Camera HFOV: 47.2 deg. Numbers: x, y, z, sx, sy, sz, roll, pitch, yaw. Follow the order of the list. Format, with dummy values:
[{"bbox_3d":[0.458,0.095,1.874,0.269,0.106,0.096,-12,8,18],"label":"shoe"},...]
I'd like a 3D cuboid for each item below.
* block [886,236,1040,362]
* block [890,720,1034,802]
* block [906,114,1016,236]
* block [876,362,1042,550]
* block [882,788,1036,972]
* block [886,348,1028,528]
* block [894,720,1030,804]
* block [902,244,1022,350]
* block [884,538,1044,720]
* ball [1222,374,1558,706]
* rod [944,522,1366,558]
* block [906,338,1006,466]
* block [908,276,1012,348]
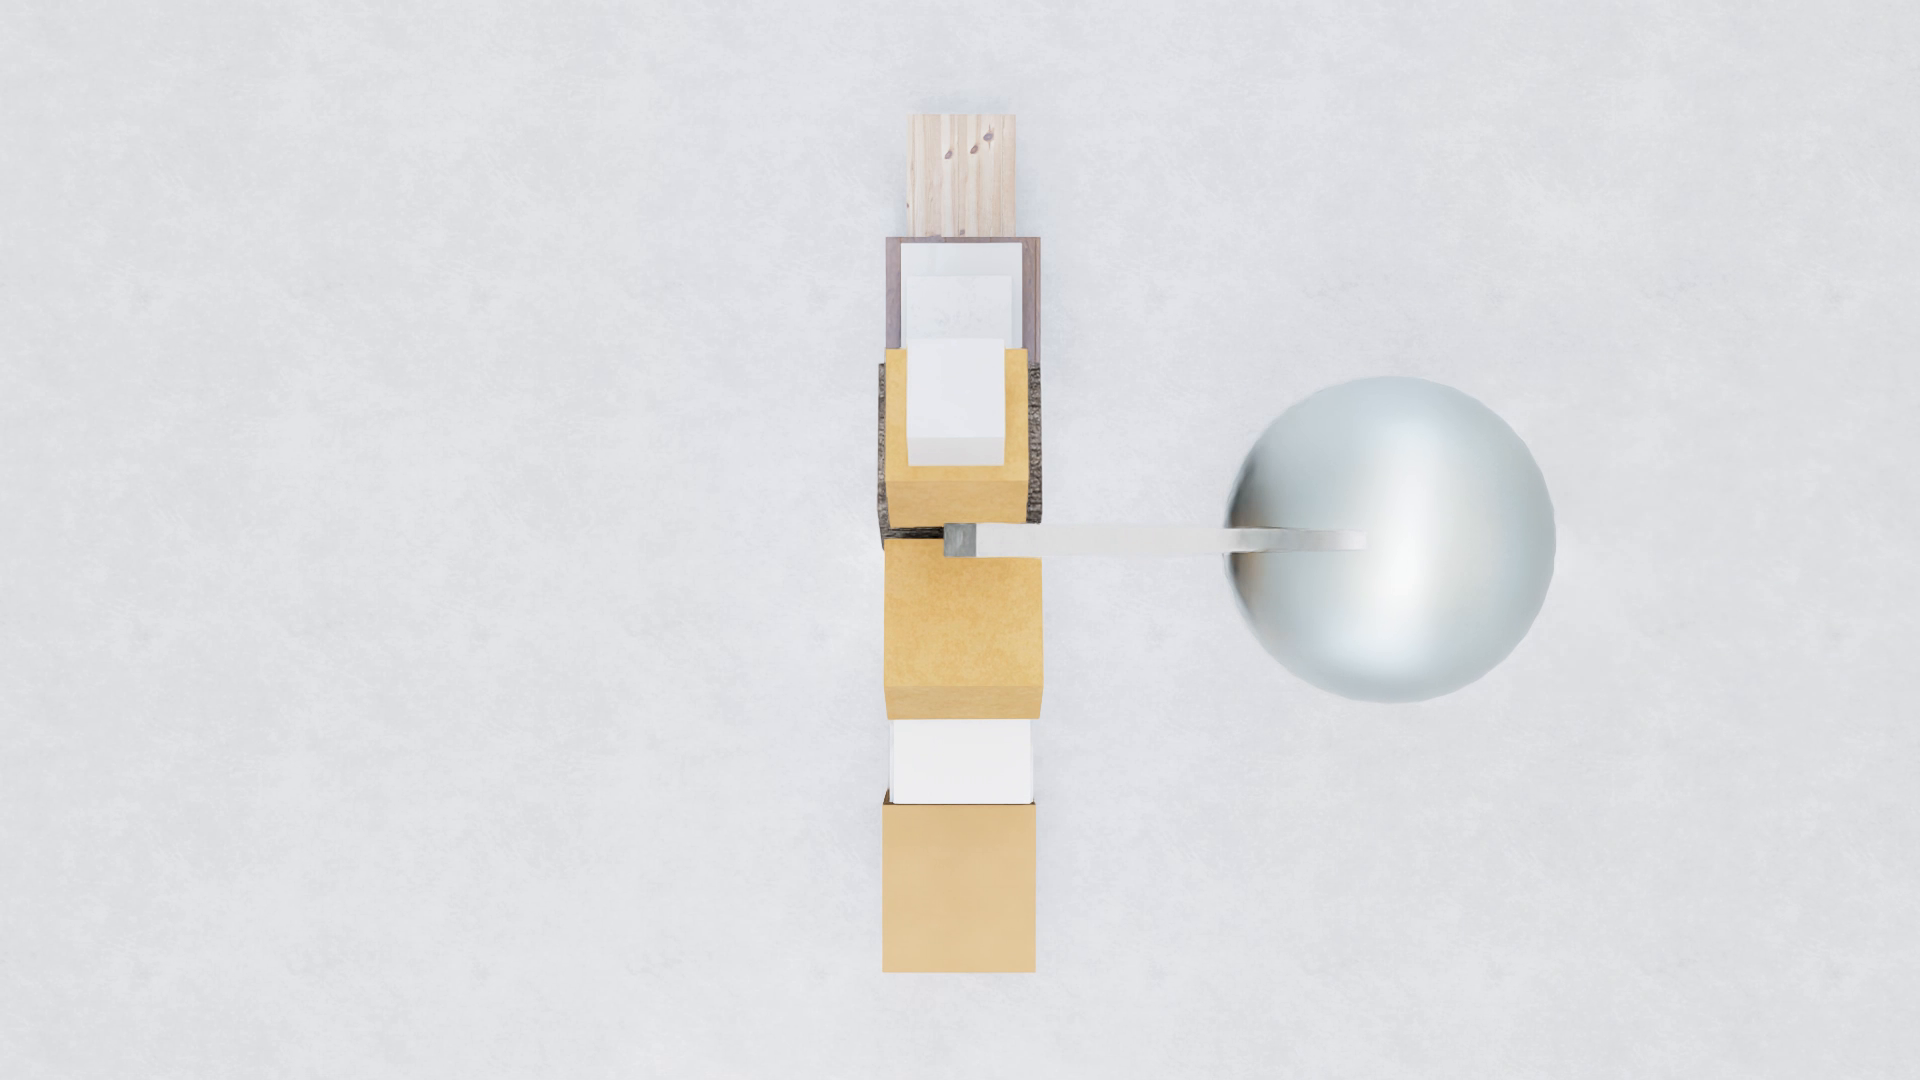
[{"bbox_3d":[0.018,-1.266,12.605,0.862,0.789,0.835,0,90,0],"label":"block"},{"bbox_3d":[0.008,1.046,12.638,0.800,0.723,0.829,0,90,0],"label":"block"},{"bbox_3d":[0.007,-2.046,12.699,0.615,0.602,0.706,0,90,0],"label":"block"},{"bbox_3d":[-0.001,-0.439,11.873,0.859,0.746,0.815,0,73,0],"label":"block"},{"bbox_3d":[-0.005,1.935,12.597,0.851,0.805,0.928,0,90,0],"label":"block"},{"bbox_3d":[-0.013,-0.481,10.573,0.662,0.697,0.656,0,73,0],"label":"block"},{"bbox_3d":[0.010,1.016,11.887,0.712,0.780,0.723,0,90,0],"label":"block"},{"bbox_3d":[0.009,-1.245,11.863,0.632,0.695,0.619,0,90,0],"label":"block"},{"bbox_3d":[0.017,0.462,11.218,0.787,0.653,0.764,0,71,0],"label":"block"},{"bbox_3d":[2.074,0.000,10.688,1.600,1.600,1.600,0,90,0],"label":"ball"},{"bbox_3d":[0.899,0.000,7.498,0.080,5.200,0.080,0,90,20],"label":"rod"},{"bbox_3d":[-0.018,-0.626,10.052,0.437,0.384,0.475,0,73,0],"label":"block"},{"bbox_3d":[-0.003,-1.019,11.249,0.522,0.534,0.600,0,90,0],"label":"block"}]
